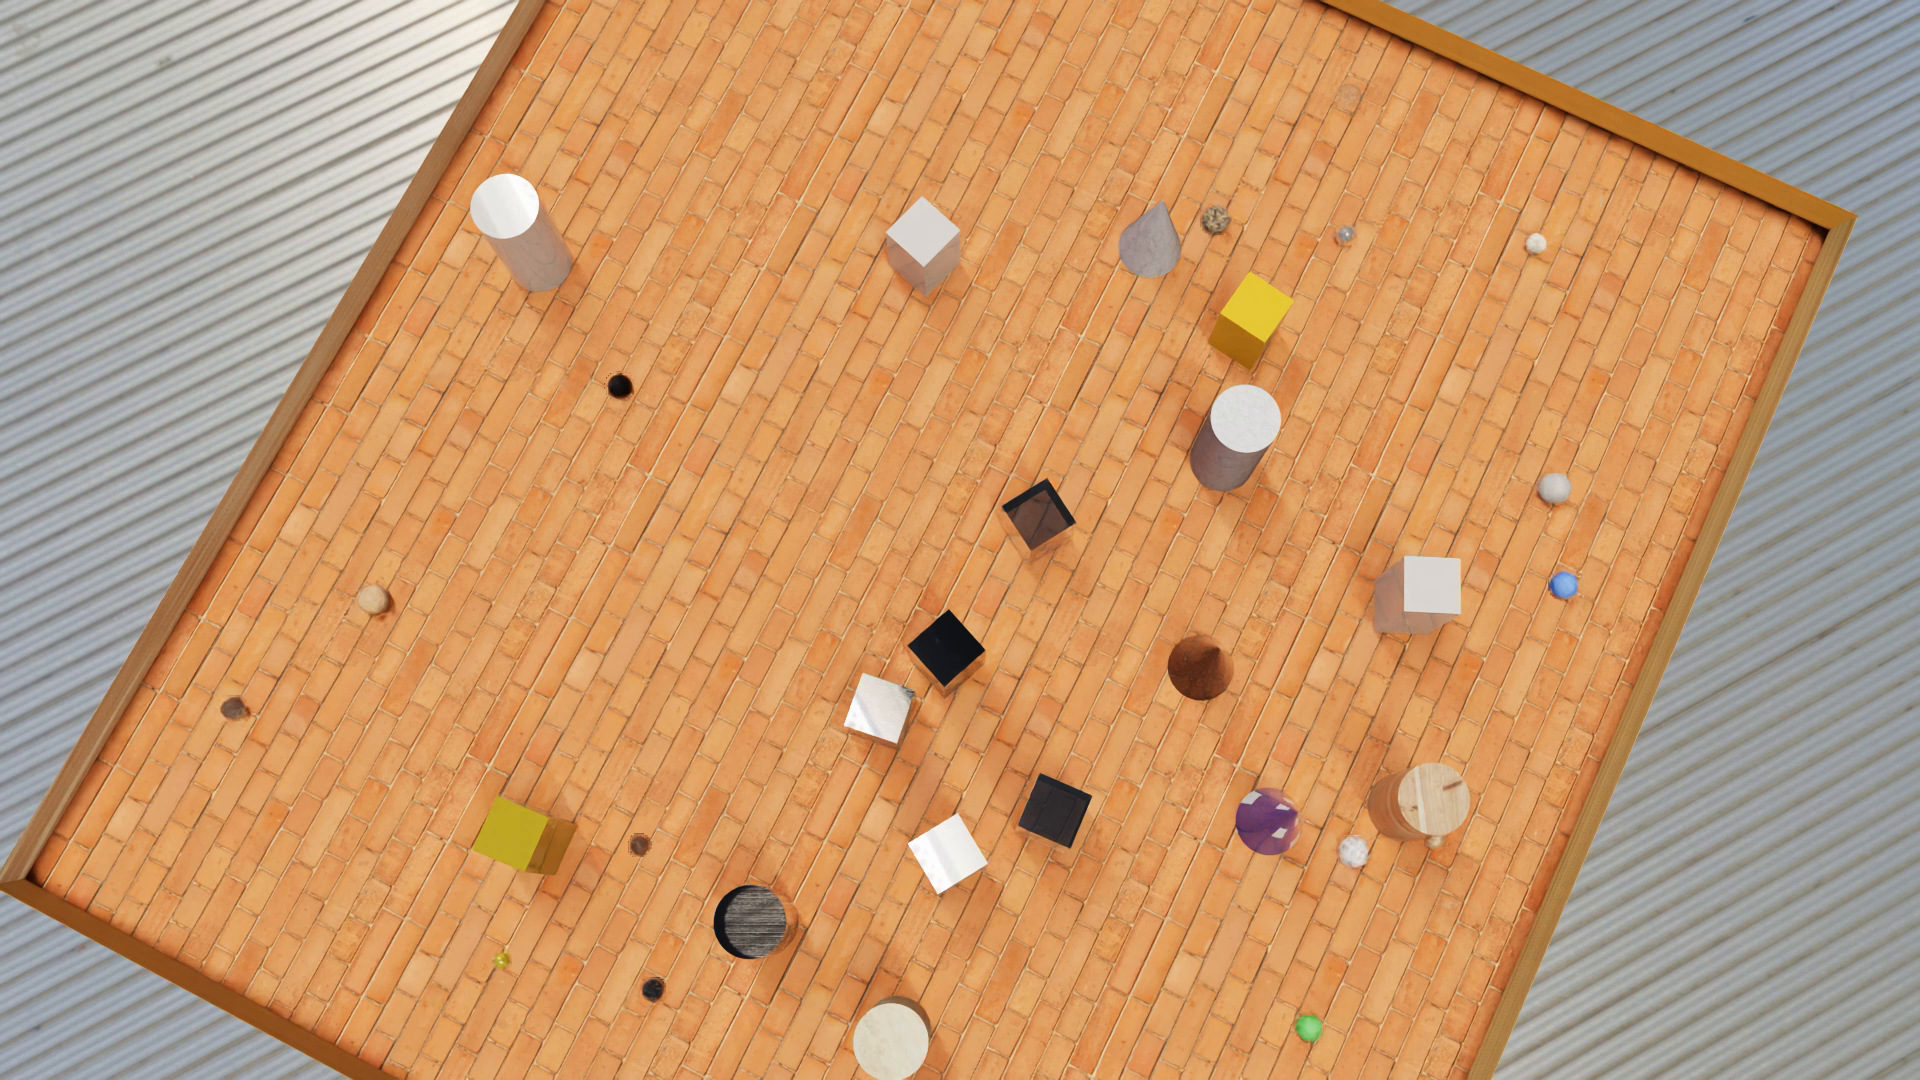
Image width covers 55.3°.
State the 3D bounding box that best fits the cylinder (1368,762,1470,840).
[{"bbox_3d":[1.313,0.756,5.263,0.200,0.386,0.200,0,78,0],"label":"cylinder"}]

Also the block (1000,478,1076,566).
[{"bbox_3d":[0.232,-0.051,5.503,0.160,0.244,0.160,-32,80,-6],"label":"block"}]

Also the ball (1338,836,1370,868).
[{"bbox_3d":[1.156,0.916,5.381,0.090,0.090,0.090,0,78,0],"label":"ball"}]

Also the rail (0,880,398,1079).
[{"bbox_3d":[-0.957,1.881,5.160,4.079,0.130,0.045,26,80,5],"label":"rail"}]

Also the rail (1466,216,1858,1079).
[{"bbox_3d":[1.803,0.890,5.365,0.045,0.130,4.327,26,80,5],"label":"rail"}]

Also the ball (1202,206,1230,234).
[{"bbox_3d":[0.808,-1.010,5.781,0.087,0.087,0.087,0,78,0],"label":"ball"}]

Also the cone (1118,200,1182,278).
[{"bbox_3d":[0.601,-0.966,5.613,0.200,0.398,0.200,0,78,0],"label":"cone"}]

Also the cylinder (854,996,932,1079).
[{"bbox_3d":[-0.183,1.377,5.085,0.200,0.483,0.200,0,78,0],"label":"cylinder"}]

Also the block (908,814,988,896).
[{"bbox_3d":[-0.033,0.901,5.227,0.160,0.397,0.160,-31,80,-6],"label":"block"}]

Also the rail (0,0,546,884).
[{"bbox_3d":[-1.803,-0.876,5.731,0.045,0.130,4.327,26,80,5],"label":"rail"}]

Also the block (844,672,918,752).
[{"bbox_3d":[-0.230,0.507,5.380,0.160,0.258,0.160,18,79,4],"label":"block"}]

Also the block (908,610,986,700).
[{"bbox_3d":[-0.039,0.339,5.394,0.160,0.299,0.160,-41,81,-8],"label":"block"}]

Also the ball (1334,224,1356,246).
[{"bbox_3d":[1.217,-0.963,5.782,0.066,0.066,0.066,0,78,0],"label":"ball"}]

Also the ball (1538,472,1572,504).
[{"bbox_3d":[1.819,-0.158,5.600,0.097,0.097,0.097,0,78,0],"label":"ball"}]

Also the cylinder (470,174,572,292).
[{"bbox_3d":[-1.328,-0.926,5.571,0.200,0.466,0.200,0,78,0],"label":"cylinder"}]

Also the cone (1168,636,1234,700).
[{"bbox_3d":[0.727,0.344,5.335,0.200,0.412,0.200,0,78,0],"label":"cone"}]

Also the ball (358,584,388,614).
[{"bbox_3d":[-1.772,0.180,5.533,0.091,0.091,0.091,0,78,0],"label":"ball"}]

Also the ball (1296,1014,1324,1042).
[{"bbox_3d":[1.009,1.409,5.286,0.076,0.076,0.076,0,78,0],"label":"ball"}]

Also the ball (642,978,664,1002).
[{"bbox_3d":[-0.890,1.305,5.313,0.065,0.065,0.065,0,78,0],"label":"ball"}]

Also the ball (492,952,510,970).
[{"bbox_3d":[-1.336,1.225,5.338,0.048,0.048,0.048,0,78,0],"label":"ball"}]

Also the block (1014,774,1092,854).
[{"bbox_3d":[0.264,0.789,5.269,0.160,0.361,0.160,23,79,5],"label":"block"}]

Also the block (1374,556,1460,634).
[{"bbox_3d":[1.340,0.166,5.385,0.160,0.386,0.160,3,78,1],"label":"block"}]

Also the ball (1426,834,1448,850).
[{"bbox_3d":[1.404,0.882,5.402,0.062,0.062,0.062,0,78,0],"label":"ball"}]

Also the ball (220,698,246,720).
[{"bbox_3d":[-2.173,0.505,5.477,0.069,0.069,0.069,0,78,0],"label":"ball"}]

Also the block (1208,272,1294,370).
[{"bbox_3d":[0.887,-0.666,5.608,0.160,0.287,0.160,35,80,7],"label":"block"}]

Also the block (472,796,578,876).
[{"bbox_3d":[-1.239,0.849,5.242,0.160,0.390,0.160,22,79,4],"label":"block"}]

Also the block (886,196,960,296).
[{"bbox_3d":[-0.111,-0.903,5.661,0.160,0.278,0.160,43,81,8],"label":"block"}]

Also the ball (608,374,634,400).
[{"bbox_3d":[-1.053,-0.475,5.675,0.079,0.079,0.079,0,78,0],"label":"ball"}]

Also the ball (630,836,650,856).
[{"bbox_3d":[-0.944,0.901,5.401,0.058,0.058,0.058,0,78,0],"label":"ball"}]

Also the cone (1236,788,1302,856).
[{"bbox_3d":[0.918,0.787,5.210,0.200,0.476,0.200,0,78,0],"label":"cone"}]

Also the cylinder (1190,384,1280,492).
[{"bbox_3d":[0.811,-0.296,5.432,0.200,0.481,0.200,0,78,0],"label":"cylinder"}]

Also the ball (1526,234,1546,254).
[{"bbox_3d":[1.815,-0.933,5.777,0.065,0.065,0.065,0,78,0],"label":"ball"}]

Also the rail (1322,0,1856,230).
[{"bbox_3d":[0.957,-1.867,5.936,4.079,0.130,0.045,26,80,5],"label":"rail"}]

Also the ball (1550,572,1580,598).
[{"bbox_3d":[1.831,0.137,5.547,0.082,0.082,0.082,0,78,0],"label":"ball"}]

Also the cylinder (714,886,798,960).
[{"bbox_3d":[-0.574,1.083,5.195,0.200,0.387,0.200,0,78,0],"label":"cylinder"}]
